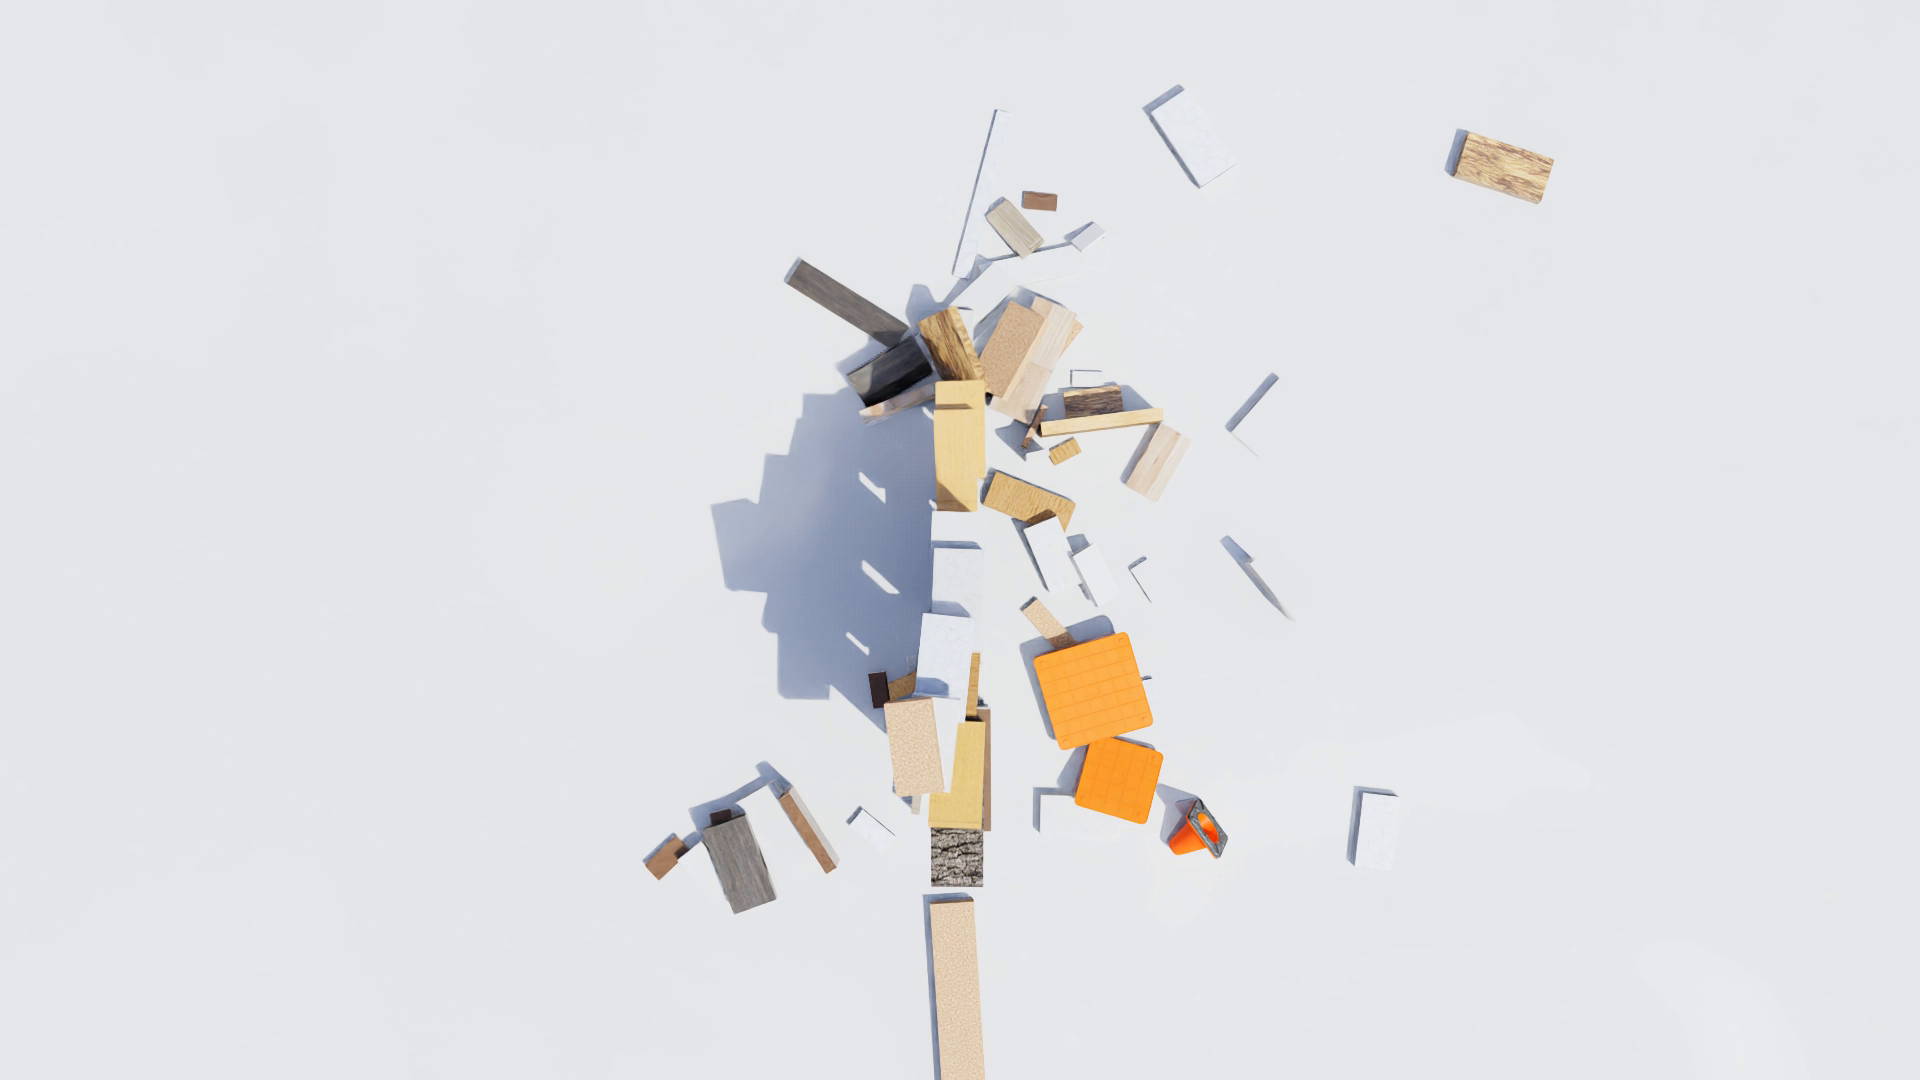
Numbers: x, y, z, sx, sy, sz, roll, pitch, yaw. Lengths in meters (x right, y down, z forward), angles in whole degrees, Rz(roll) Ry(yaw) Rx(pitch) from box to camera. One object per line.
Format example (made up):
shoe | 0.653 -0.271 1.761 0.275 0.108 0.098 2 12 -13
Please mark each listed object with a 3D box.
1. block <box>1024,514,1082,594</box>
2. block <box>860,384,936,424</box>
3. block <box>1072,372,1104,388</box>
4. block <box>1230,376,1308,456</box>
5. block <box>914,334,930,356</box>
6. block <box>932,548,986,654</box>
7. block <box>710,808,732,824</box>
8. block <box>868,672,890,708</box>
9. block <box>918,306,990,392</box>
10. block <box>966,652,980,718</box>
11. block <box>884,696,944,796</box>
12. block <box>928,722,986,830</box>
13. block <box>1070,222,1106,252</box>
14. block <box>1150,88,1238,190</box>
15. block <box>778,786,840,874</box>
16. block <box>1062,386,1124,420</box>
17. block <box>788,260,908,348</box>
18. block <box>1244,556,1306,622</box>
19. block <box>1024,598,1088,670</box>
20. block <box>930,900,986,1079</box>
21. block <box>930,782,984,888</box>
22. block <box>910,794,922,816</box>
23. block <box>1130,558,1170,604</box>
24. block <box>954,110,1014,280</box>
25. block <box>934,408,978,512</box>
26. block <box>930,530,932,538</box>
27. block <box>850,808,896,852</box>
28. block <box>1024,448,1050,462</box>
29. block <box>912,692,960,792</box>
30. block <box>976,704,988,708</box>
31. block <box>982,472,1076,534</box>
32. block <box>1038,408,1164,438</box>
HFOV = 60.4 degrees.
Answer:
block | 0.312 0.049 5.461 0.119 0.034 0.238 -22 97 7
block | -0.205 -0.448 5.436 0.254 0.127 0.036 -21 90 0
block | 0.425 -0.535 5.493 0.102 0.014 0.051 2 90 0
block | 1.028 -0.409 5.483 0.123 0.035 0.246 41 90 0
block | -0.190 -0.603 5.474 0.178 0.021 0.075 -32 104 5
block | -0.006 0.175 4.775 0.149 0.042 0.297 2 75 1
block | -0.782 0.971 5.490 0.072 0.020 0.143 -13 90 0
block | -0.267 0.498 5.481 0.059 0.017 0.117 -9 90 24
block | -0.019 -0.603 5.406 0.148 0.042 0.297 -18 97 44
block | -0.017 0.357 4.769 0.149 0.042 0.297 4 73 1
block | -0.127 0.575 4.586 0.132 0.037 0.264 -7 95 7
block | -0.009 0.668 4.691 0.150 0.043 0.301 2 75 1
block | 0.426 -1.003 5.471 0.109 0.015 0.054 -39 67 -13
block | 0.777 -1.333 5.478 0.148 0.042 0.296 -34 90 0
block | -0.495 0.953 5.428 0.041 0.145 0.290 -32 90 0
block | 0.443 -0.455 5.486 0.191 0.027 0.095 -7 90 0
block | -0.372 -0.780 5.486 0.417 0.027 0.095 32 90 0
block | 1.036 0.163 5.439 0.035 0.123 0.246 -39 90 0
block | 0.319 0.313 5.490 0.068 0.019 0.258 -42 90 0
block | -0.006 1.518 5.479 0.145 0.041 0.633 -4 90 0
block | -0.008 0.840 4.728 0.150 0.043 0.301 0 90 0
block | -0.118 0.661 5.450 0.028 0.100 0.480 7 90 0
block | 0.633 0.138 5.490 0.068 0.019 0.137 -33 90 0
block | 0.078 -1.148 5.492 0.054 0.015 0.569 15 90 0
block | -0.013 -0.246 5.134 0.127 0.036 0.318 -2 91 0
block | -0.002 -0.025 5.049 0.167 0.334 0.047 2 89 0
block | -0.291 0.969 5.490 0.143 0.020 0.072 40 90 0
block | 0.253 -0.278 5.425 0.075 0.150 0.021 -13 90 0
block | -0.078 0.566 4.618 0.132 0.037 0.264 7 97 5
block | 0.000 0.540 4.976 0.176 0.353 0.050 -3 90 0
block | 0.232 -0.119 5.483 0.287 0.034 0.119 22 90 0
block | 0.462 -0.386 5.426 0.398 0.148 0.042 -7 90 0
